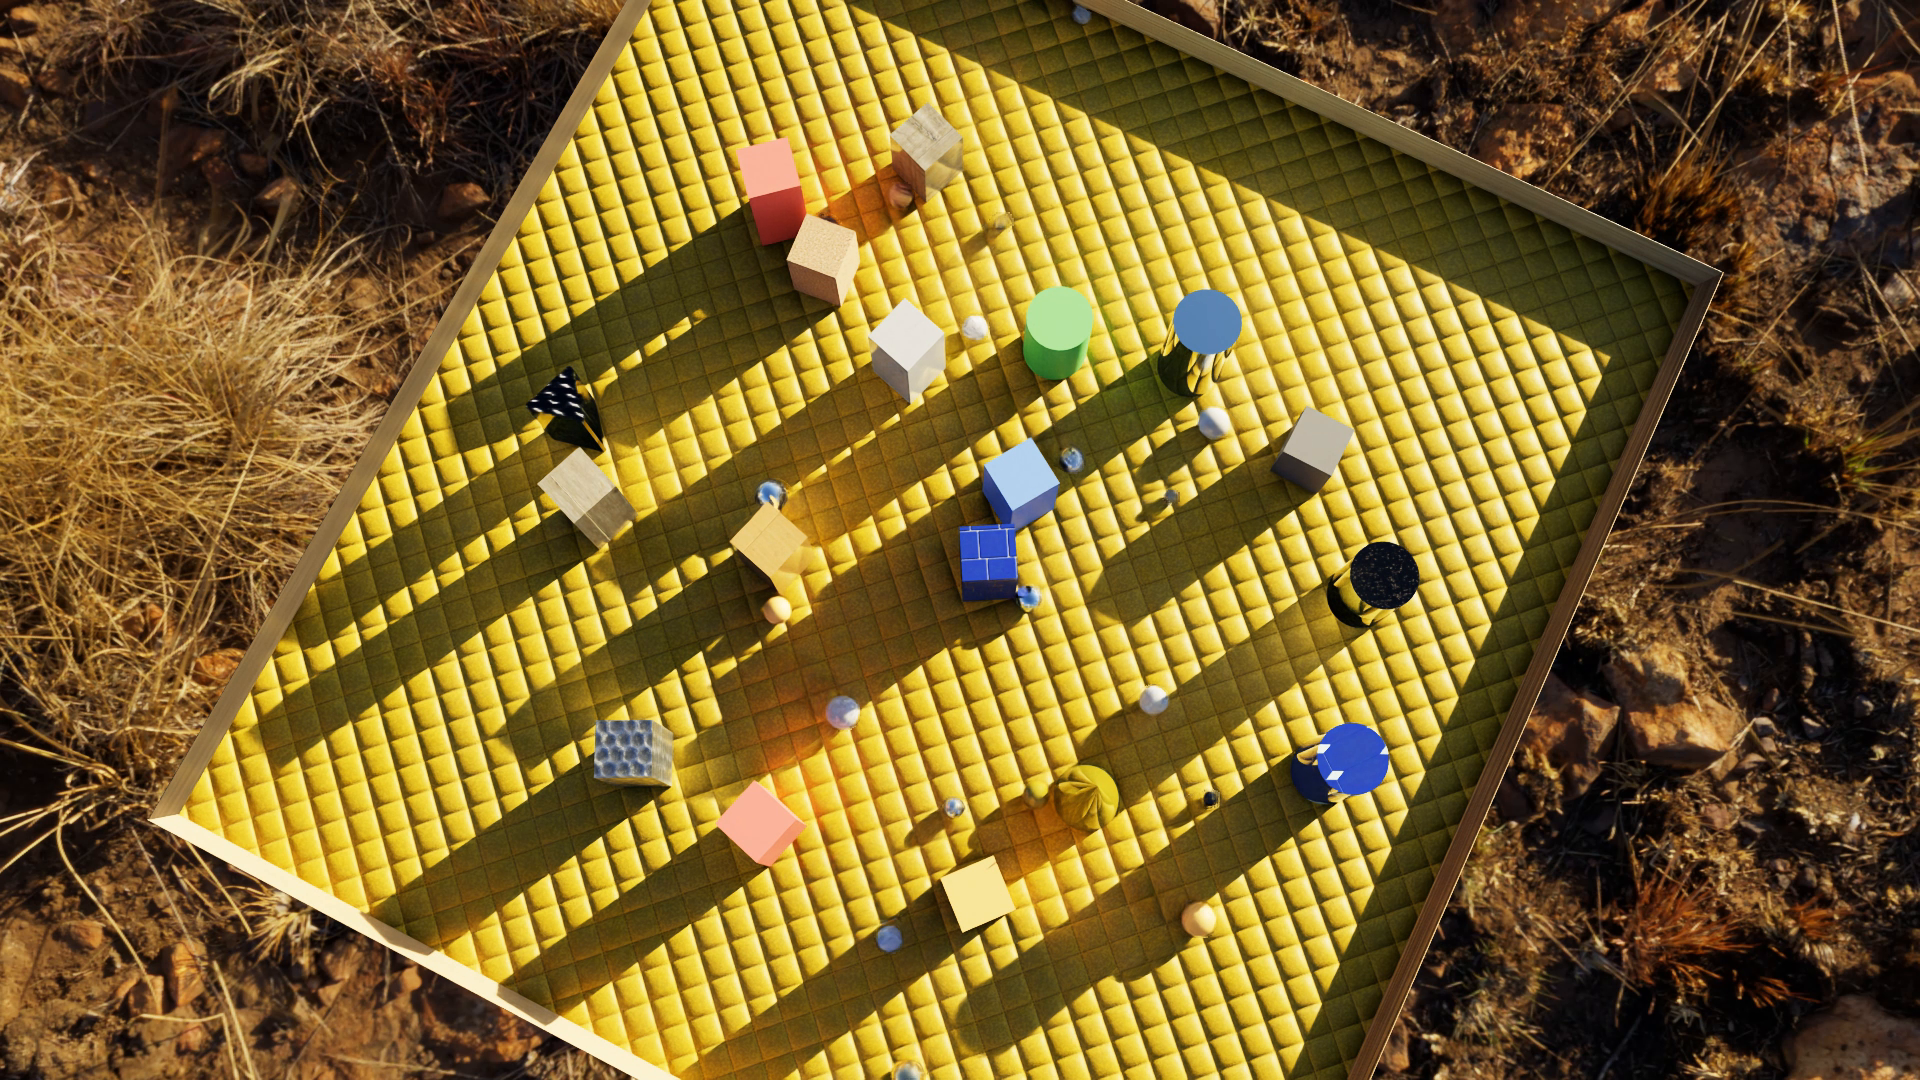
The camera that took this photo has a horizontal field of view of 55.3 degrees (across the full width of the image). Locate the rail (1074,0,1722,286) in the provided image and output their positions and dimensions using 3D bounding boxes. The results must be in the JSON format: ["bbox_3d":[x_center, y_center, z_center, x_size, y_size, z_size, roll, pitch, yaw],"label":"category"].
[{"bbox_3d":[0.796,-1.552,5.871,3.468,0.130,0.045,26,80,5],"label":"rail"}]

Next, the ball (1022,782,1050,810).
[{"bbox_3d":[0.225,0.756,5.418,0.082,0.082,0.082,0,78,0],"label":"ball"}]

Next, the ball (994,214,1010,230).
[{"bbox_3d":[0.135,-1.005,5.798,0.053,0.053,0.053,0,78,0],"label":"ball"}]

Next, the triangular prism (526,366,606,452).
[{"bbox_3d":[-1.161,-0.402,5.520,0.173,0.352,0.150,15,79,3],"label":"triangular prism"}]

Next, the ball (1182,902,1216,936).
[{"bbox_3d":[0.694,1.105,5.338,0.098,0.098,0.098,0,78,0],"label":"ball"}]

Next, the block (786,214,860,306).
[{"bbox_3d":[-0.419,-0.862,5.660,0.160,0.264,0.160,21,79,4],"label":"block"}]

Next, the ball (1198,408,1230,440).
[{"bbox_3d":[0.783,-0.359,5.641,0.097,0.097,0.097,0,78,0],"label":"ball"}]

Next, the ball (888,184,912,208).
[{"bbox_3d":[-0.189,-1.090,5.802,0.078,0.078,0.078,0,78,0],"label":"ball"}]

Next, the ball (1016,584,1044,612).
[{"bbox_3d":[0.209,0.174,5.538,0.084,0.084,0.084,0,78,0],"label":"ball"}]

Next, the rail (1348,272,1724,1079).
[{"bbox_3d":[1.530,0.756,5.393,0.045,0.130,3.606,26,80,5],"label":"rail"}]

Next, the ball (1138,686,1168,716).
[{"bbox_3d":[0.577,0.480,5.473,0.086,0.086,0.086,0,78,0],"label":"ball"}]

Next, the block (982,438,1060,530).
[{"bbox_3d":[0.179,-0.157,5.475,0.160,0.342,0.160,-30,80,-6],"label":"block"}]

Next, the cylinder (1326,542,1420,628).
[{"bbox_3d":[1.217,0.136,5.416,0.200,0.339,0.200,0,78,0],"label":"cylinder"}]

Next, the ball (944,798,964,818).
[{"bbox_3d":[-0.016,0.792,5.421,0.061,0.061,0.061,0,78,0],"label":"ball"}]

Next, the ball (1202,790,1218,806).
[{"bbox_3d":[0.742,0.767,5.434,0.046,0.046,0.046,0,78,0],"label":"ball"}]

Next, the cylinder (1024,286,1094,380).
[{"bbox_3d":[0.297,-0.628,5.591,0.200,0.304,0.200,0,78,0],"label":"cylinder"}]

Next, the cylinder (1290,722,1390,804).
[{"bbox_3d":[1.087,0.647,5.271,0.200,0.414,0.200,0,78,0],"label":"cylinder"}]

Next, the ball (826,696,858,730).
[{"bbox_3d":[-0.351,0.513,5.459,0.100,0.100,0.100,0,78,0],"label":"ball"}]

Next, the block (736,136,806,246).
[{"bbox_3d":[-0.570,-1.068,5.639,0.160,0.390,0.160,-15,79,-3],"label":"block"}]

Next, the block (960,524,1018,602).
[{"bbox_3d":[0.082,0.070,5.427,0.160,0.342,0.160,-3,78,-1],"label":"block"}]

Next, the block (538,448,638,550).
[{"bbox_3d":[-1.100,-0.119,5.445,0.160,0.384,0.160,-43,81,-8],"label":"block"}]

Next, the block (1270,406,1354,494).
[{"bbox_3d":[1.065,-0.271,5.550,0.160,0.240,0.160,28,80,5],"label":"block"}]

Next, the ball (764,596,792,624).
[{"bbox_3d":[-0.552,0.212,5.530,0.083,0.083,0.083,0,78,0],"label":"ball"}]

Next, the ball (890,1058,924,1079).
[{"bbox_3d":[-0.150,1.534,5.249,0.098,0.098,0.098,0,78,0],"label":"ball"}]

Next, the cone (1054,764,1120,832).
[{"bbox_3d":[0.378,0.720,5.234,0.200,0.457,0.200,0,78,0],"label":"cone"}]

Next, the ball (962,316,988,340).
[{"bbox_3d":[0.045,-0.662,5.714,0.078,0.078,0.078,0,78,0],"label":"ball"}]

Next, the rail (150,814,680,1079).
[{"bbox_3d":[-0.796,1.565,5.225,3.468,0.130,0.045,26,80,5],"label":"rail"}]

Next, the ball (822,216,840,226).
[{"bbox_3d":[-0.421,-0.975,5.773,0.088,0.088,0.088,0,78,0],"label":"ball"}]

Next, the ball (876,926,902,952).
[{"bbox_3d":[-0.206,1.160,5.338,0.075,0.075,0.075,0,78,0],"label":"ball"}]

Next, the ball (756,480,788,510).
[{"bbox_3d":[-0.574,-0.136,5.595,0.097,0.097,0.097,0,78,0],"label":"ball"}]

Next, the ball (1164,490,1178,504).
[{"bbox_3d":[0.647,-0.134,5.622,0.044,0.044,0.044,0,78,0],"label":"ball"}]

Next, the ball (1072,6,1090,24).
[{"bbox_3d":[0.391,-1.704,5.940,0.058,0.058,0.058,0,78,0],"label":"ball"}]

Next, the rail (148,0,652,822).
[{"bbox_3d":[-1.530,-0.742,5.703,0.045,0.130,3.606,26,80,5],"label":"rail"}]

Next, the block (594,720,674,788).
[{"bbox_3d":[-0.939,0.620,5.296,0.160,0.377,0.160,-1,78,0],"label":"block"}]

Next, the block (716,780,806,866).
[{"bbox_3d":[-0.566,0.817,5.256,0.160,0.375,0.160,42,81,8],"label":"block"}]

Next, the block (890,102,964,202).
[{"bbox_3d":[-0.103,-1.210,5.736,0.160,0.258,0.160,-43,81,-8],"label":"block"}]

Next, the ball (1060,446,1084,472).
[{"bbox_3d":[0.342,-0.248,5.629,0.076,0.076,0.076,0,78,0],"label":"ball"}]

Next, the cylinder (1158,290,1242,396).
[{"bbox_3d":[0.717,-0.587,5.516,0.200,0.435,0.200,0,78,0],"label":"cylinder"}]

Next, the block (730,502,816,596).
[{"bbox_3d":[-0.554,0.029,5.456,0.160,0.304,0.160,41,81,8],"label":"block"}]

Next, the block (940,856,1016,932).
[{"bbox_3d":[0.050,1.014,5.239,0.160,0.329,0.160,-22,79,-4],"label":"block"}]

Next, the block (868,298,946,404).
[{"bbox_3d":[-0.158,-0.568,5.554,0.160,0.353,0.160,42,81,8],"label":"block"}]
